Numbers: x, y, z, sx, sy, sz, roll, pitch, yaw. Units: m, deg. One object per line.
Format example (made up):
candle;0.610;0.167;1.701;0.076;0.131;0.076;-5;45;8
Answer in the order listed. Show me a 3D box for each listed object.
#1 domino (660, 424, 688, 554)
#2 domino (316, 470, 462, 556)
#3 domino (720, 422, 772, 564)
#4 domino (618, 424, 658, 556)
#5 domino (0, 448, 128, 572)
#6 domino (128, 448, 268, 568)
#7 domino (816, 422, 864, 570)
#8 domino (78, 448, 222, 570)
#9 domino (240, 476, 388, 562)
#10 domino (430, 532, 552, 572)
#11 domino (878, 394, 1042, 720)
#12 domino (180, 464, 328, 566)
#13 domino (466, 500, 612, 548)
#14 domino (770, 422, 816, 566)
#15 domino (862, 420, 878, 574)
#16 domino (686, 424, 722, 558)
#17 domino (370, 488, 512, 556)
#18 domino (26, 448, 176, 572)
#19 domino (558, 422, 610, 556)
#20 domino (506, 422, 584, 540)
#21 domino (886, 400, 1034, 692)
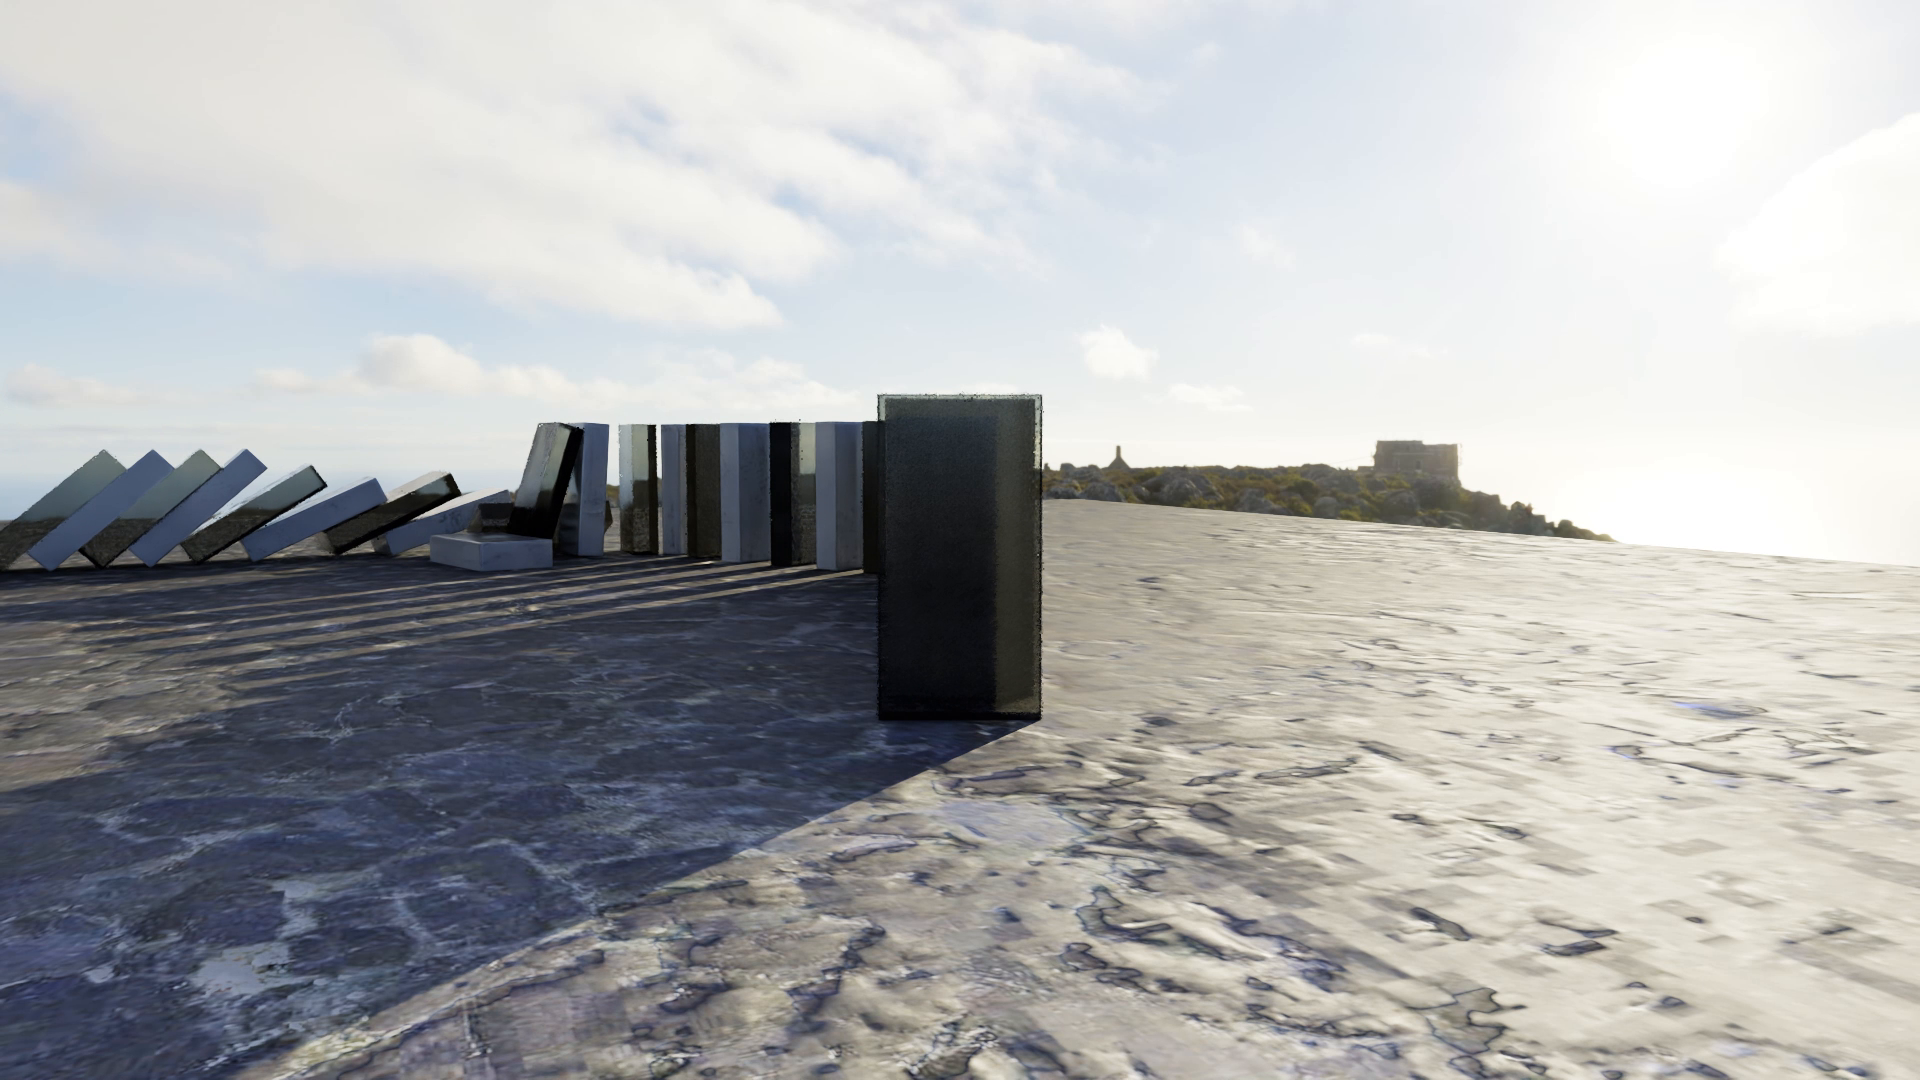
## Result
domino;-0.104;-0.020;0.503;0.009;0.050;0.025;3;5;34
domino;-0.221;-0.011;0.496;0.050;0.009;0.025;-33;23;-31
domino;-0.075;-0.018;0.468;0.010;0.050;0.025;3;5;37
domino;-0.126;-0.020;0.503;0.010;0.050;0.025;-2;5;-26
domino;-0.307;-0.010;0.434;0.050;0.010;0.025;-49;26;-20
domino;-0.271;-0.012;0.457;0.050;0.009;0.025;-49;26;-20
domino;-0.037;-0.016;0.442;0.010;0.050;0.025;4;6;40
domino;-0.283;-0.012;0.449;0.050;0.010;0.025;-49;26;-20
domino;-0.242;-0.008;0.480;0.050;0.010;0.025;-31;19;-27
domino;-0.167;0.004;0.455;0.025;0.009;0.050;-4;6;-40
domino;0.000;0.002;0.201;0.025;0.050;0.010;0;4;0
domino;-0.257;-0.010;0.467;0.050;0.009;0.025;-39;23;-24
domino;-0.167;-0.006;0.509;0.050;0.010;0.025;-3;-22;-34
domino;-0.055;-0.017;0.456;0.010;0.050;0.025;3;5;33
domino;-0.020;-0.014;0.427;0.025;0.050;0.010;-4;6;-43
domino;-0.090;-0.019;0.486;0.025;0.050;0.009;-3;5;-33
domino;-0.206;-0.008;0.511;0.050;0.010;0.025;-26;19;-35
domino;-0.295;-0.011;0.442;0.050;0.010;0.025;-49;26;-20
domino;-0.144;-0.020;0.492;0.009;0.050;0.025;2;2;-34
domino;-0.157;-0.019;0.483;0.010;0.050;0.025;19;-7;-35
domino;0.000;0.001;0.224;0.025;0.050;0.010;0;4;0
